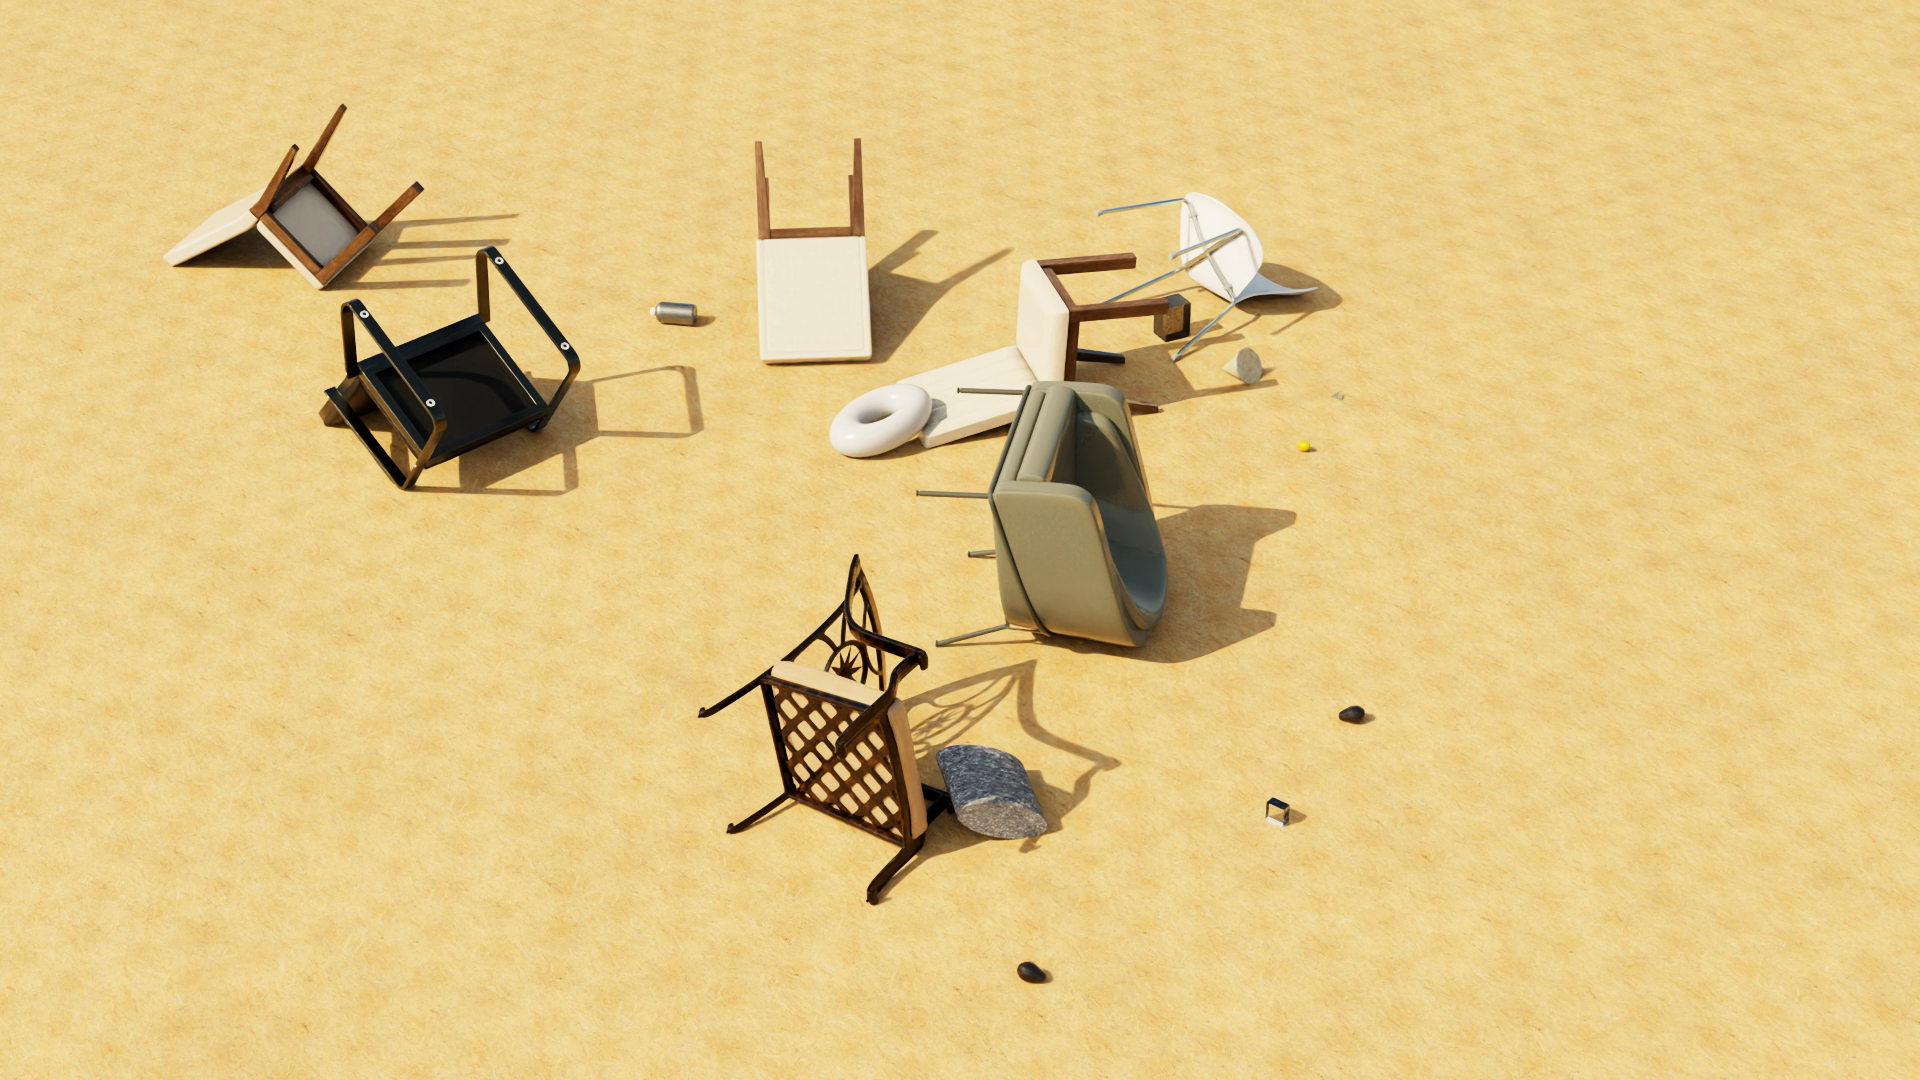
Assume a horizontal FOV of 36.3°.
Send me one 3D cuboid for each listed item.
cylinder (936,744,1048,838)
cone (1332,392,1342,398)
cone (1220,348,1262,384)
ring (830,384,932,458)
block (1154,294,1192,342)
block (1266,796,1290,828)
[{"bbox_3d":[0.101,0.818,9.547,0.319,0.133,0.314,12,28,-22],"label":"cylinder"},{"bbox_3d":[1.512,-0.580,11.811,0.039,0.032,0.045,-11,22,25],"label":"cone"},{"bbox_3d":[1.120,-0.703,11.949,0.156,0.158,0.144,-4,60,48],"label":"cone"},{"bbox_3d":[-0.310,-0.470,11.493,0.448,0.129,0.312,-30,40,-21],"label":"ring"},{"bbox_3d":[0.883,-0.925,12.206,0.118,0.157,0.098,-17,37,-23],"label":"block"},{"bbox_3d":[1.033,0.885,9.536,0.067,0.071,0.037,24,40,31],"label":"block"}]
